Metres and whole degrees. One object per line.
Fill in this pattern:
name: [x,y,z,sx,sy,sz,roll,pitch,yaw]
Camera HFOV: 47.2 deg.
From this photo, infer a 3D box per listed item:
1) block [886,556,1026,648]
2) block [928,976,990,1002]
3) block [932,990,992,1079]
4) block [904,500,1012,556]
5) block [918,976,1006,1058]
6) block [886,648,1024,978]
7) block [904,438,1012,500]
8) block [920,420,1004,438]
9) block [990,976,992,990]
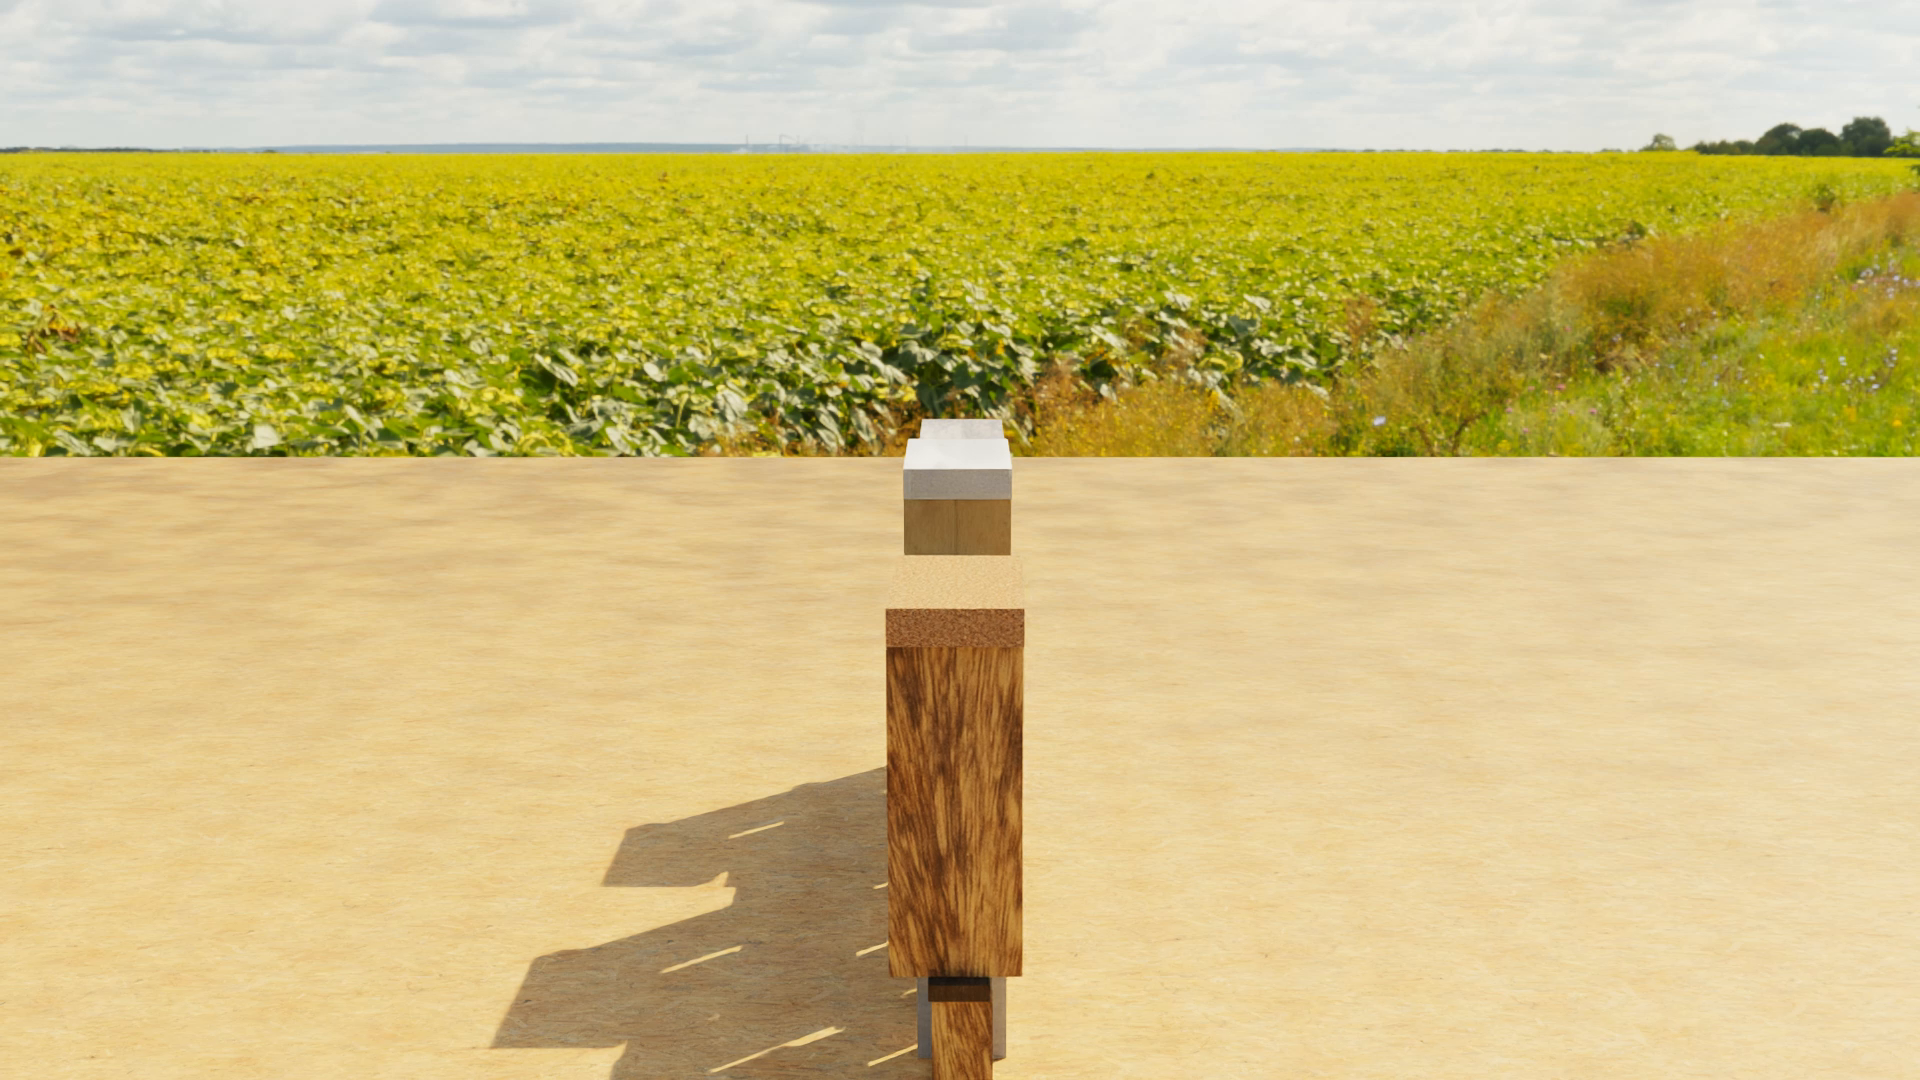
block: [-0.003,0.077,2.883,0.172,0.049,0.345,0,11,1]
block: [-0.001,0.564,2.882,0.079,0.022,0.157,0,11,0]
block: [0.003,0.662,2.847,0.079,0.157,0.022,0,11,0]
block: [-0.004,0.093,3.541,0.171,0.341,0.048,0,11,0]
block: [0.003,0.588,3.013,0.122,0.244,0.035,0,11,0]
block: [-0.006,0.340,2.815,0.172,0.443,0.049,0,10,0]
block: [-0.004,-0.119,3.617,0.171,0.048,0.341,0,11,0]
block: [0.004,-0.190,4.232,0.158,0.045,0.316,0,11,0]
block: [0.003,0.643,2.950,0.079,0.157,0.022,0,10,0]
